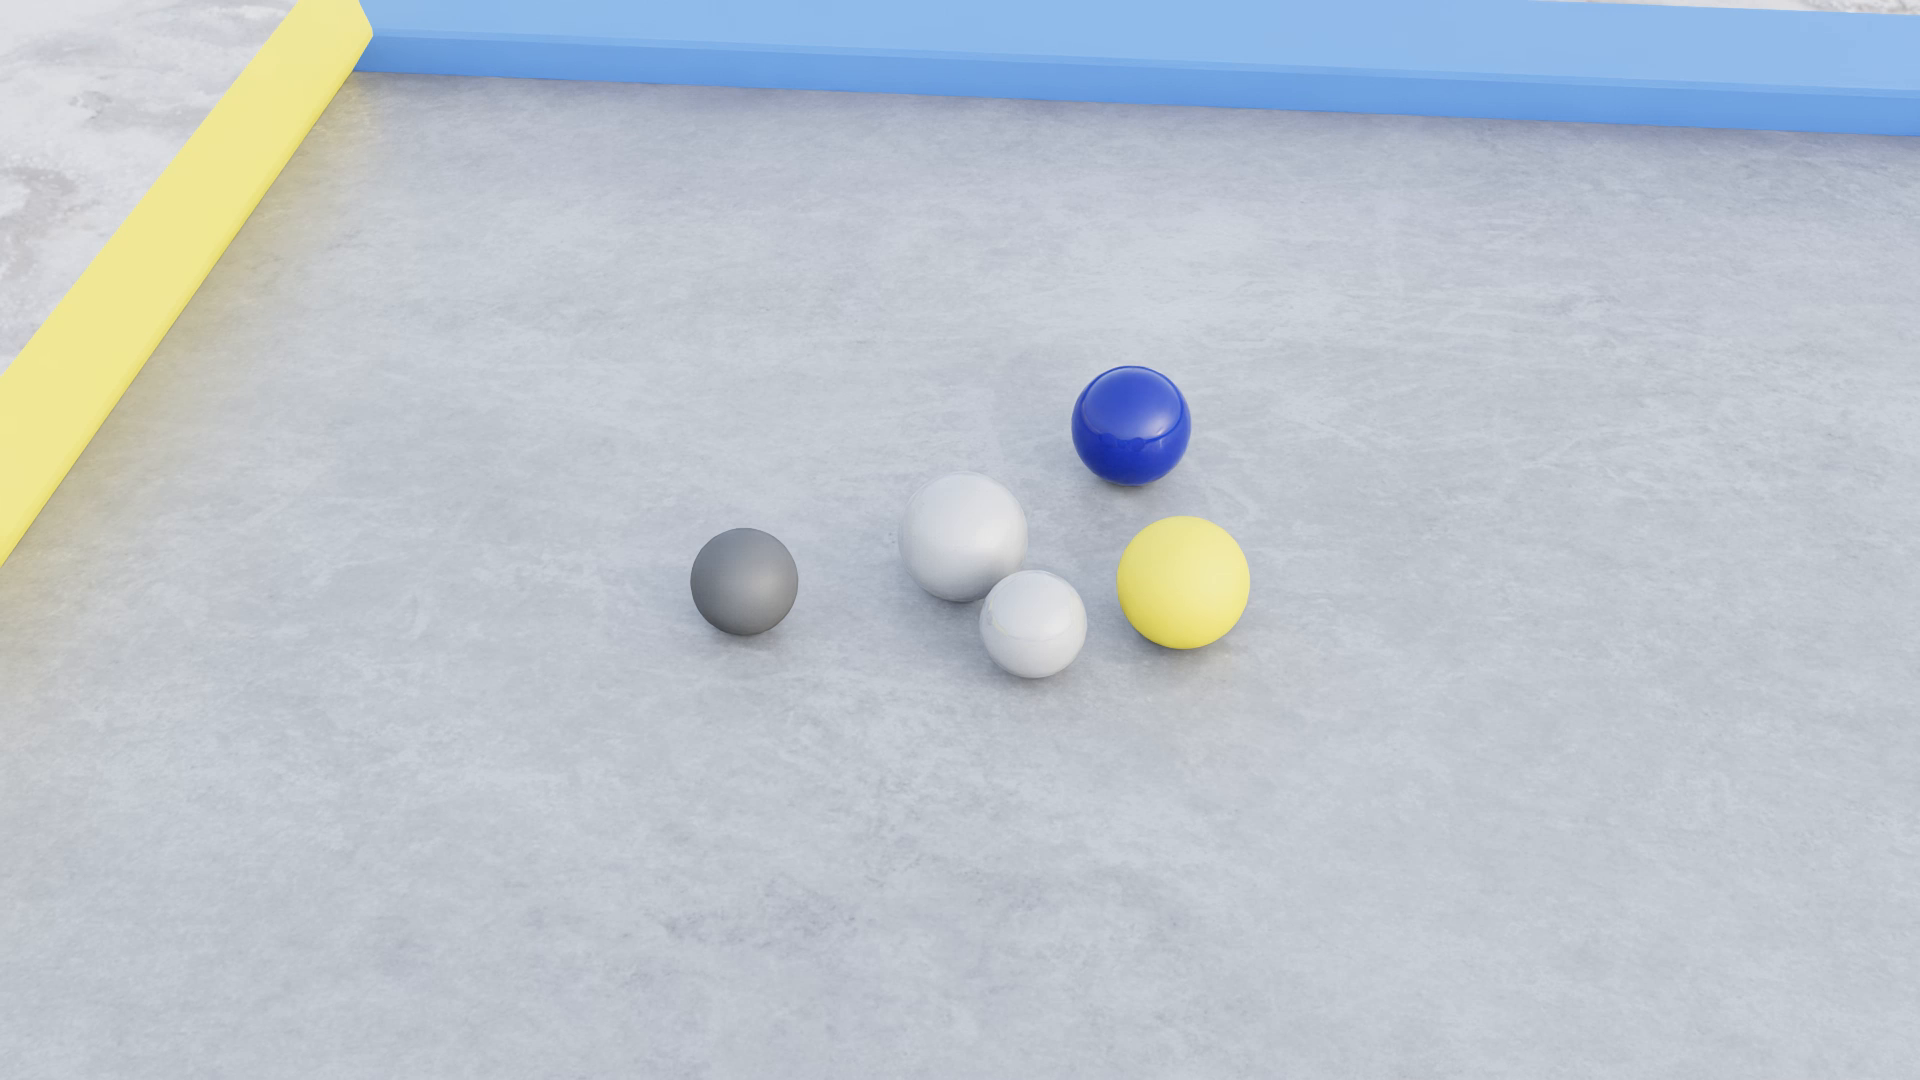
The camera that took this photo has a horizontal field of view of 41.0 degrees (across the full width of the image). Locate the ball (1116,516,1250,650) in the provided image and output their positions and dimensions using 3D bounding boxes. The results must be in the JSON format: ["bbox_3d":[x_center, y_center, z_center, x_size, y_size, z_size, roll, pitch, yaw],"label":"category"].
[{"bbox_3d":[0.162,0.031,1.860,0.097,0.097,0.097,0,34,0],"label":"ball"}]

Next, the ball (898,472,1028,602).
[{"bbox_3d":[0.002,-0.002,1.908,0.098,0.098,0.098,0,34,0],"label":"ball"}]

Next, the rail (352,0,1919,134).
[{"bbox_3d":[0.815,-0.456,2.540,2.940,0.127,0.045,3,35,5],"label":"rail"}]

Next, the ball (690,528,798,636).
[{"bbox_3d":[-0.158,0.031,1.876,0.079,0.079,0.079,0,34,0],"label":"ball"}]

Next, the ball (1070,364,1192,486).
[{"bbox_3d":[0.136,-0.091,2.038,0.096,0.096,0.096,0,34,0],"label":"ball"}]

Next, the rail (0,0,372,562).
[{"bbox_3d":[-0.708,-0.056,1.958,0.045,0.127,1.752,3,35,5],"label":"rail"}]

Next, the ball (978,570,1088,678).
[{"bbox_3d":[0.052,0.060,1.834,0.078,0.078,0.078,0,34,0],"label":"ball"}]
